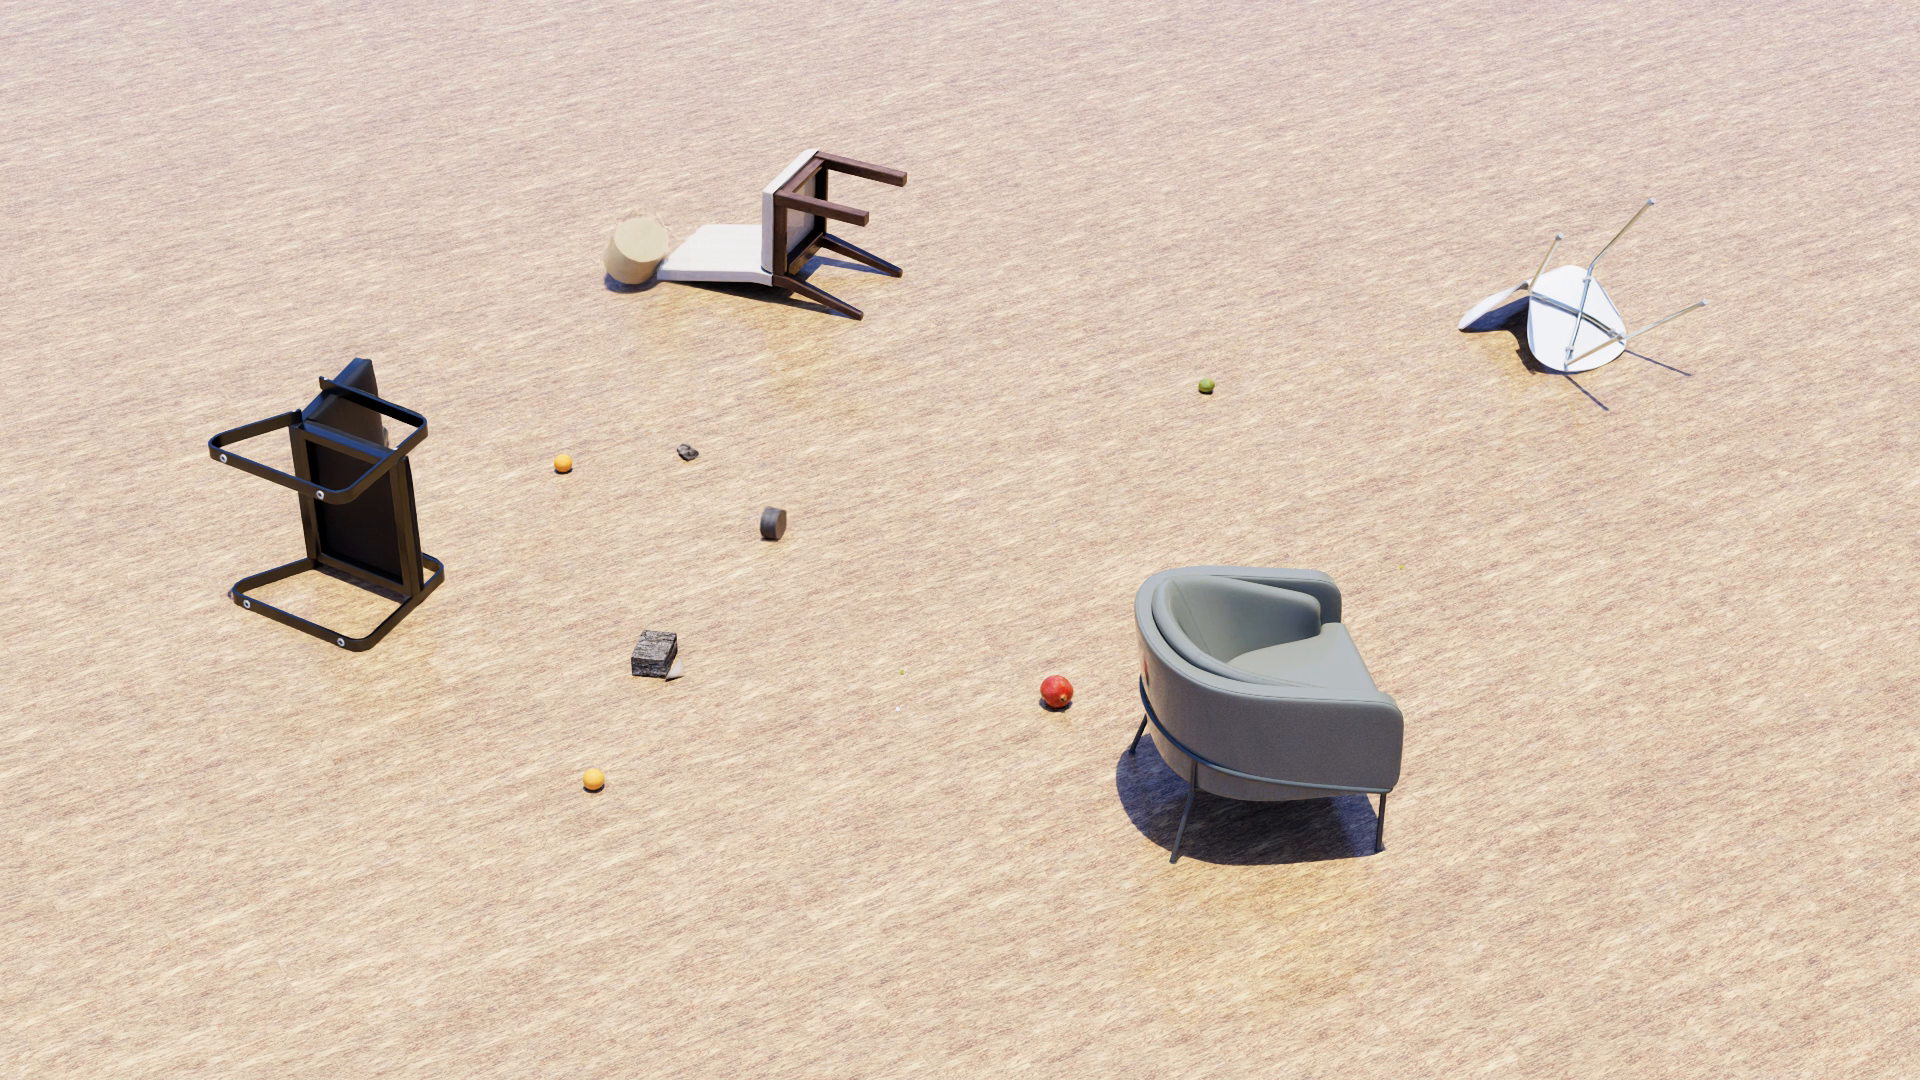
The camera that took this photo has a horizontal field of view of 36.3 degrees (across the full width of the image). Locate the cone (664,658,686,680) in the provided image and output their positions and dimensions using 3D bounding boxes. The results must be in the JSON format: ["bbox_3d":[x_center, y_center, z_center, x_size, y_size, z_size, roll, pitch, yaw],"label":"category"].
[{"bbox_3d":[-0.979,0.461,10.225,0.053,0.048,0.122,32,42,2],"label":"cone"}]

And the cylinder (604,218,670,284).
[{"bbox_3d":[-1.393,-1.246,12.619,0.228,0.127,0.357,32,35,-1],"label":"cylinder"}]

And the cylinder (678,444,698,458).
[{"bbox_3d":[-1.061,-0.344,11.433,0.071,0.037,0.059,-5,41,50],"label":"cylinder"}]

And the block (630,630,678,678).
[{"bbox_3d":[-1.070,0.400,10.264,0.122,0.081,0.168,5,34,8],"label":"block"}]
